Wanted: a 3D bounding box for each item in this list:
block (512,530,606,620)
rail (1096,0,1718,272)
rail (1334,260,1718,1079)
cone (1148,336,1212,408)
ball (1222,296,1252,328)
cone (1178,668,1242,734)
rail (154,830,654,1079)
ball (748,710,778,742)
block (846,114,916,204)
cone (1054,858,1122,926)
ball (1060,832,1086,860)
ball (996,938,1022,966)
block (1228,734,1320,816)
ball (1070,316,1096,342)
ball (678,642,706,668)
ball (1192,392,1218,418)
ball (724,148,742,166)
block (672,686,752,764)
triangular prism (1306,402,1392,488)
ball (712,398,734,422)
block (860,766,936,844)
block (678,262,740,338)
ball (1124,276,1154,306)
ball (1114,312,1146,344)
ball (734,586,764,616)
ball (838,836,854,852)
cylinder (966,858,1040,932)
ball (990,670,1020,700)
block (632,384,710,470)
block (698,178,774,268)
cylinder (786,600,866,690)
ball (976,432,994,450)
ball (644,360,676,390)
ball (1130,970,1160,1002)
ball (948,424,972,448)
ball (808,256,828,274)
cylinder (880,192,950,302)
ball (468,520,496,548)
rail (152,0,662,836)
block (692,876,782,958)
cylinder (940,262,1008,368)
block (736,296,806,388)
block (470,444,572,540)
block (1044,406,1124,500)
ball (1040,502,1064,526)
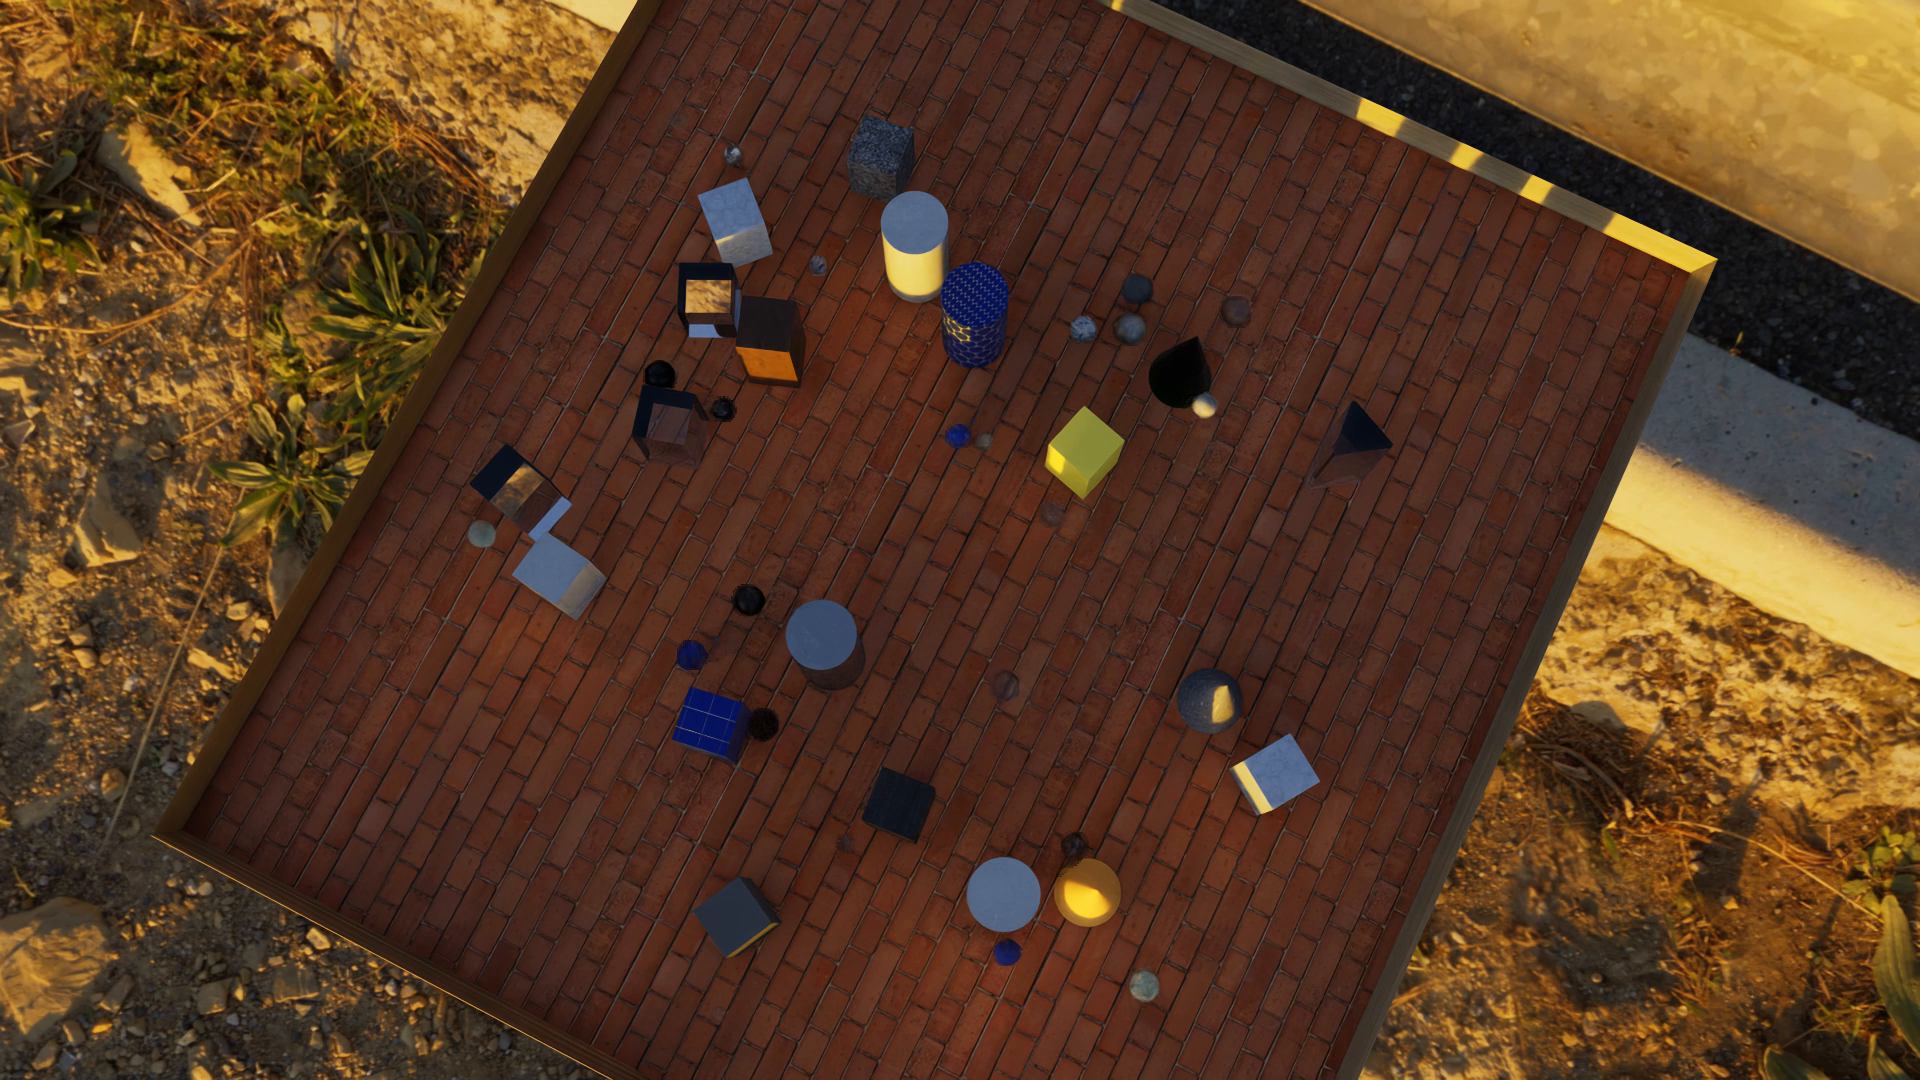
[{"bbox_3d":[-1.186,0.109,5.445,0.159,0.291,0.159,33,80,6],"label":"block"},{"bbox_3d":[0.811,-1.581,5.877,3.406,0.129,0.045,26,80,5],"label":"rail"},{"bbox_3d":[1.502,0.742,5.396,0.045,0.129,3.673,26,80,5],"label":"rail"},{"bbox_3d":[0.688,-0.549,5.515,0.199,0.421,0.199,0,78,0],"label":"cone"},{"bbox_3d":[0.864,-0.712,5.715,0.096,0.096,0.096,0,78,0],"label":"ball"},{"bbox_3d":[0.752,0.447,5.337,0.199,0.366,0.199,0,78,0],"label":"cone"},{"bbox_3d":[-0.811,1.595,5.220,3.406,0.129,0.045,26,80,5],"label":"rail"},{"bbox_3d":[-0.586,0.553,5.455,0.092,0.092,0.092,0,78,0],"label":"ball"},{"bbox_3d":[-0.245,-1.186,5.735,0.159,0.249,0.159,20,79,4],"label":"block"},{"bbox_3d":[0.376,0.998,5.205,0.199,0.402,0.199,0,78,0],"label":"cone"},{"bbox_3d":[0.333,0.894,5.356,0.076,0.076,0.076,0,78,0],"label":"ball"},{"bbox_3d":[0.141,1.198,5.330,0.075,0.075,0.075,0,78,0],"label":"ball"},{"bbox_3d":[0.911,0.684,5.330,0.159,0.283,0.159,-30,80,-6],"label":"block"},{"bbox_3d":[0.384,-0.656,5.710,0.083,0.083,0.083,0,78,0],"label":"ball"},{"bbox_3d":[-0.803,0.346,5.503,0.083,0.083,0.083,0,78,0],"label":"ball"},{"bbox_3d":[0.753,-0.414,5.642,0.077,0.077,0.077,0,78,0],"label":"ball"},{"bbox_3d":[-0.722,-1.220,5.839,0.058,0.058,0.058,0,78,0],"label":"ball"},{"bbox_3d":[-0.721,0.545,5.362,0.159,0.278,0.159,17,79,3],"label":"block"},{"bbox_3d":[1.141,-0.285,5.457,0.172,0.428,0.149,-8,78,-2],"label":"triangular prism"},{"bbox_3d":[-0.733,-0.402,5.664,0.070,0.070,0.070,0,78,0],"label":"ball"},{"bbox_3d":[-0.174,0.770,5.295,0.159,0.318,0.159,21,79,4],"label":"block"},{"bbox_3d":[-0.771,-0.737,5.646,0.159,0.240,0.159,0,78,0],"label":"block"},{"bbox_3d":[0.557,-0.781,5.731,0.093,0.093,0.093,0,78,0],"label":"ball"},{"bbox_3d":[0.526,-0.658,5.702,0.099,0.099,0.099,0,78,0],"label":"ball"},{"bbox_3d":[-0.635,0.183,5.531,0.093,0.093,0.093,0,78,0],"label":"ball"},{"bbox_3d":[-0.337,0.895,5.407,0.047,0.047,0.047,0,78,0],"label":"ball"},{"bbox_3d":[0.118,1.002,5.165,0.199,0.478,0.199,0,78,0],"label":"cylinder"},{"bbox_3d":[0.136,0.434,5.482,0.088,0.088,0.088,0,78,0],"label":"ball"},{"bbox_3d":[-0.871,-0.337,5.531,0.159,0.305,0.159,10,78,2],"label":"block"},{"bbox_3d":[-0.694,-0.977,5.684,0.159,0.263,0.159,-21,79,-4],"label":"block"},{"bbox_3d":[-0.385,0.310,5.313,0.199,0.468,0.199,0,78,0],"label":"cylinder"},{"bbox_3d":[0.075,-0.304,5.651,0.057,0.057,0.057,0,78,0],"label":"ball"},{"bbox_3d":[-0.929,-0.507,5.672,0.097,0.097,0.097,0,78,0],"label":"ball"},{"bbox_3d":[0.534,1.292,5.304,0.088,0.088,0.088,0,78,0],"label":"ball"},{"bbox_3d":[-0.002,-0.322,5.645,0.075,0.075,0.075,0,78,0],"label":"ball"},{"bbox_3d":[-0.446,-0.865,5.765,0.061,0.061,0.061,0,78,0],"label":"ball"},{"bbox_3d":[-0.133,-0.887,5.583,0.199,0.426,0.199,0,78,0],"label":"cylinder"},{"bbox_3d":[-1.458,-0.019,5.579,0.082,0.082,0.082,0,78,0],"label":"ball"},{"bbox_3d":[-1.502,-0.729,5.701,0.045,0.129,3.673,26,80,5],"label":"rail"},{"bbox_3d":[-0.633,1.079,5.241,0.159,0.298,0.159,-36,81,-7],"label":"block"},{"bbox_3d":[0.044,-0.674,5.547,0.199,0.411,0.199,0,78,0],"label":"cylinder"},{"bbox_3d":[-0.569,-0.596,5.550,0.159,0.372,0.159,6,78,1],"label":"block"},{"bbox_3d":[-1.304,-0.136,5.463,0.159,0.357,0.159,39,81,7],"label":"block"},{"bbox_3d":[0.373,-0.260,5.532,0.159,0.271,0.159,41,81,8],"label":"block"},{"bbox_3d":[0.282,-0.078,5.596,0.073,0.073,0.073,0,78,0],"label":"ball"}]
